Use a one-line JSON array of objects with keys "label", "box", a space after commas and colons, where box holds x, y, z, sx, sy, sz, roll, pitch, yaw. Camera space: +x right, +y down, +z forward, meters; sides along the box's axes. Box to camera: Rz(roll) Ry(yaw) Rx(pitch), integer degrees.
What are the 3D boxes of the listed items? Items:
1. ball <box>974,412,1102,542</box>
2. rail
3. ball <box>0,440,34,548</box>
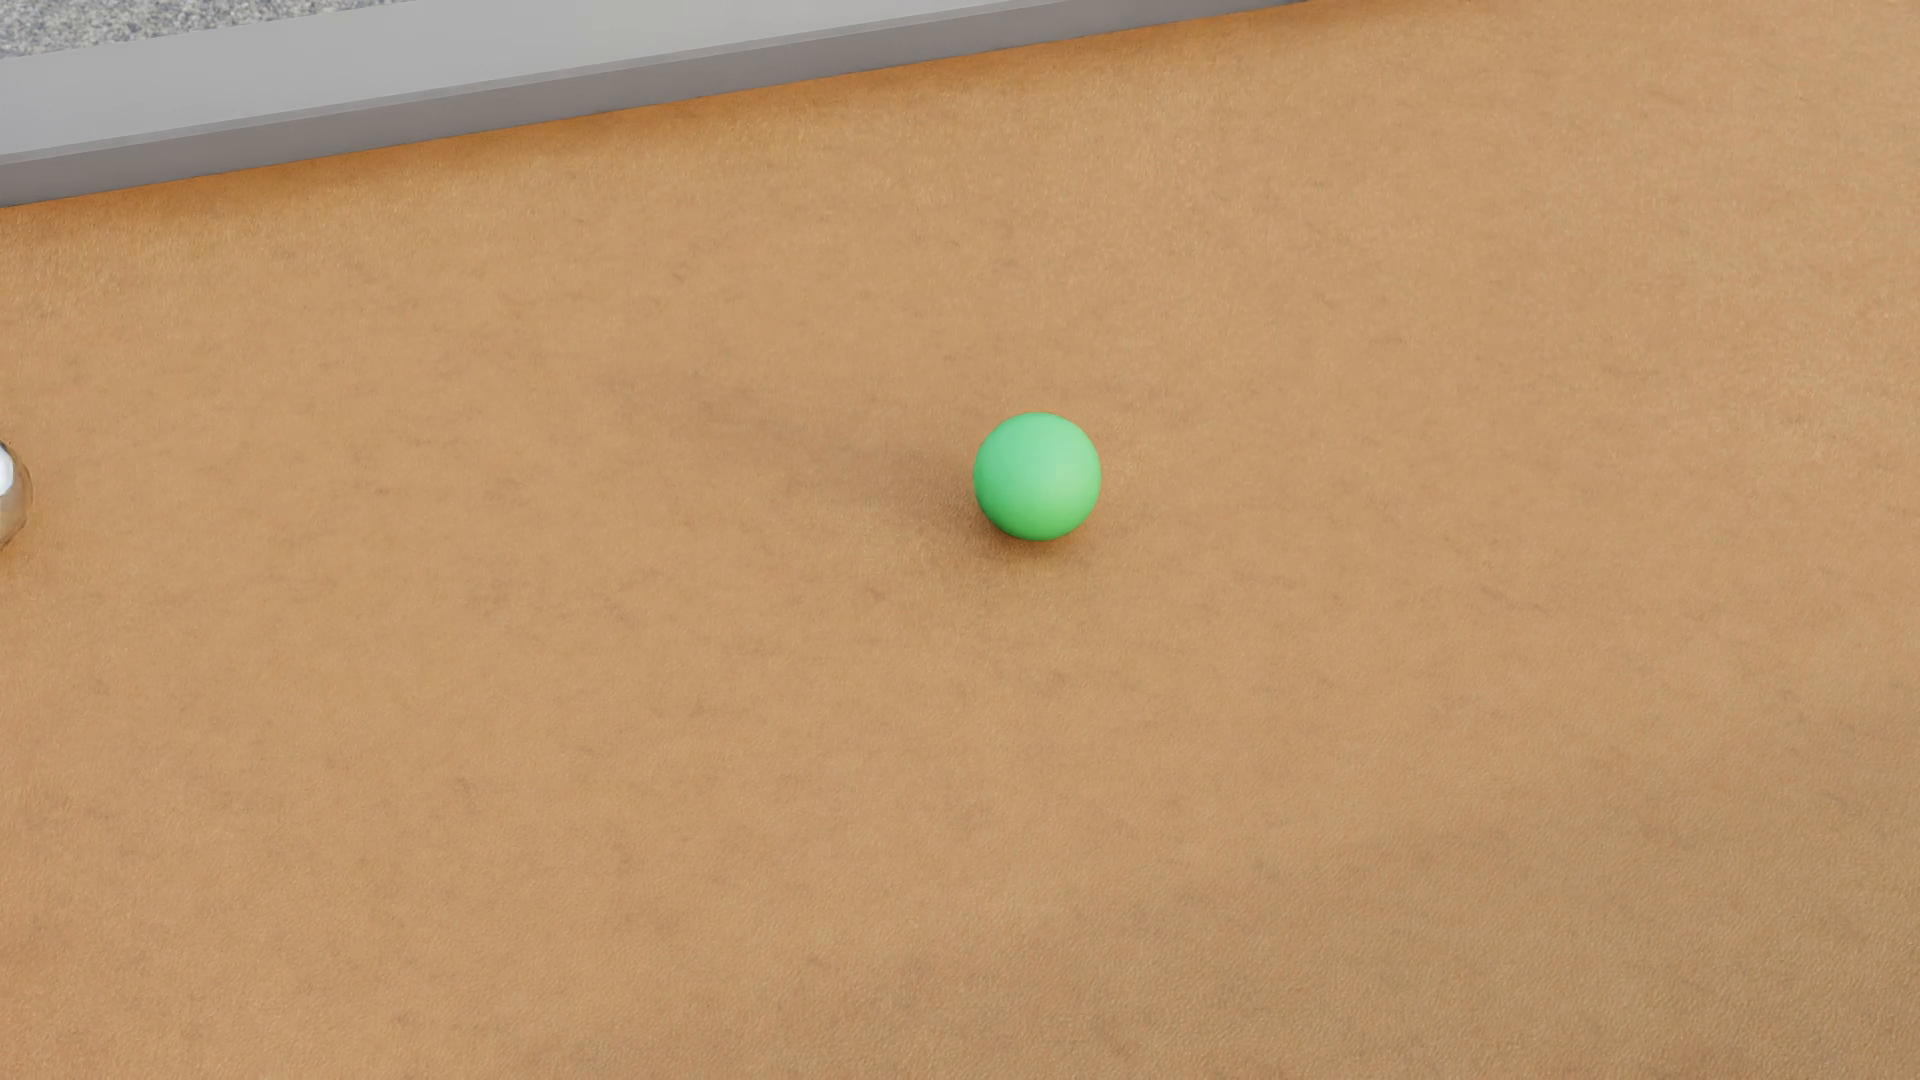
[{"label": "ball", "box": [0.049, -0.040, 1.608, 0.081, 0.081, 0.081, 0, 35, 0]}, {"label": "rail", "box": [0.360, -0.531, 2.267, 2.583, 0.118, 0.045, -12, 37, -17]}, {"label": "ball", "box": [-0.617, -0.029, 1.593, 0.079, 0.079, 0.079, 0, 35, 0]}]
